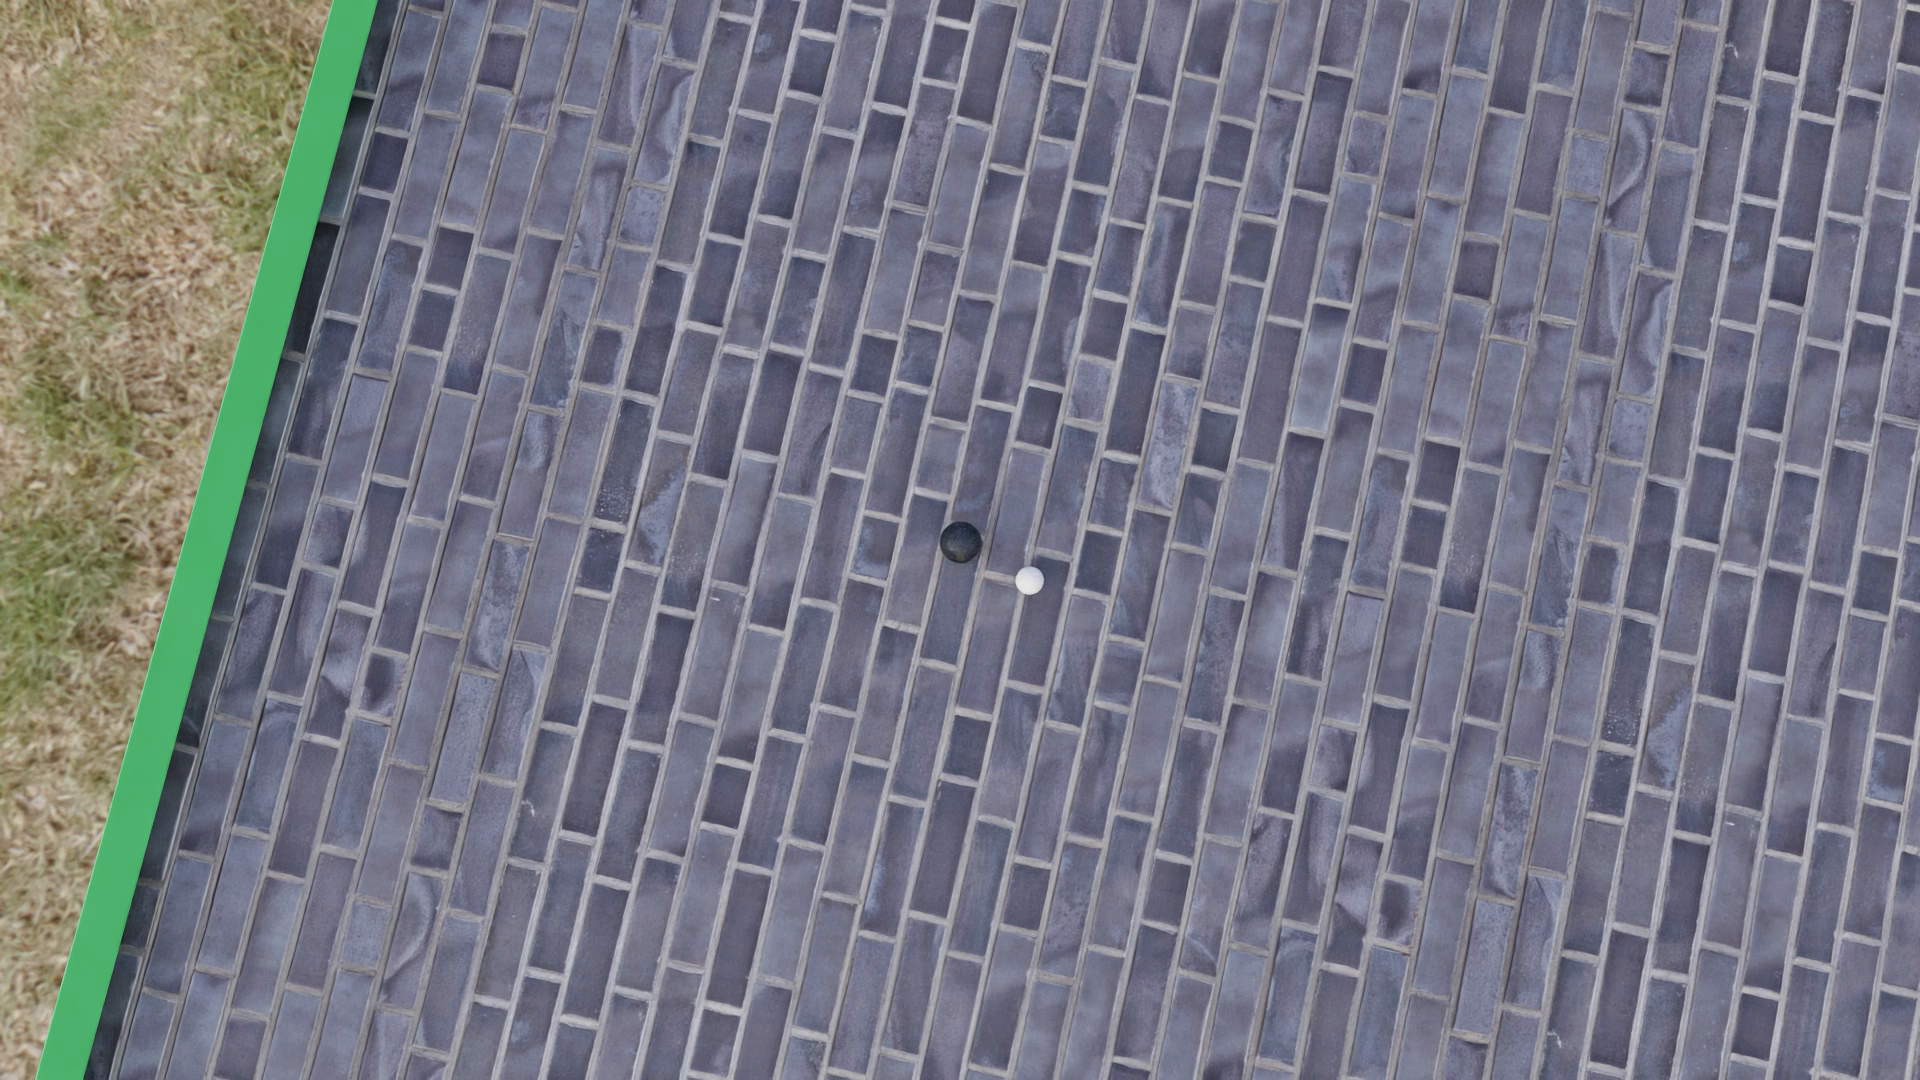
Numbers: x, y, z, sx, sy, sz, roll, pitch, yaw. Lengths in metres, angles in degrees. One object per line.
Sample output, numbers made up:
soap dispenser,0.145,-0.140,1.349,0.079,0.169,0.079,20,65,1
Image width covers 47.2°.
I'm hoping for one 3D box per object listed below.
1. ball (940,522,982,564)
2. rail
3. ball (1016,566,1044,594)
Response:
ball,0.001,0.004,3.271,0.063,0.063,0.063,0,82,0
rail,-1.049,-0.235,3.282,0.045,0.109,2.603,12,82,2
ball,0.104,0.060,3.273,0.043,0.043,0.043,0,82,0
